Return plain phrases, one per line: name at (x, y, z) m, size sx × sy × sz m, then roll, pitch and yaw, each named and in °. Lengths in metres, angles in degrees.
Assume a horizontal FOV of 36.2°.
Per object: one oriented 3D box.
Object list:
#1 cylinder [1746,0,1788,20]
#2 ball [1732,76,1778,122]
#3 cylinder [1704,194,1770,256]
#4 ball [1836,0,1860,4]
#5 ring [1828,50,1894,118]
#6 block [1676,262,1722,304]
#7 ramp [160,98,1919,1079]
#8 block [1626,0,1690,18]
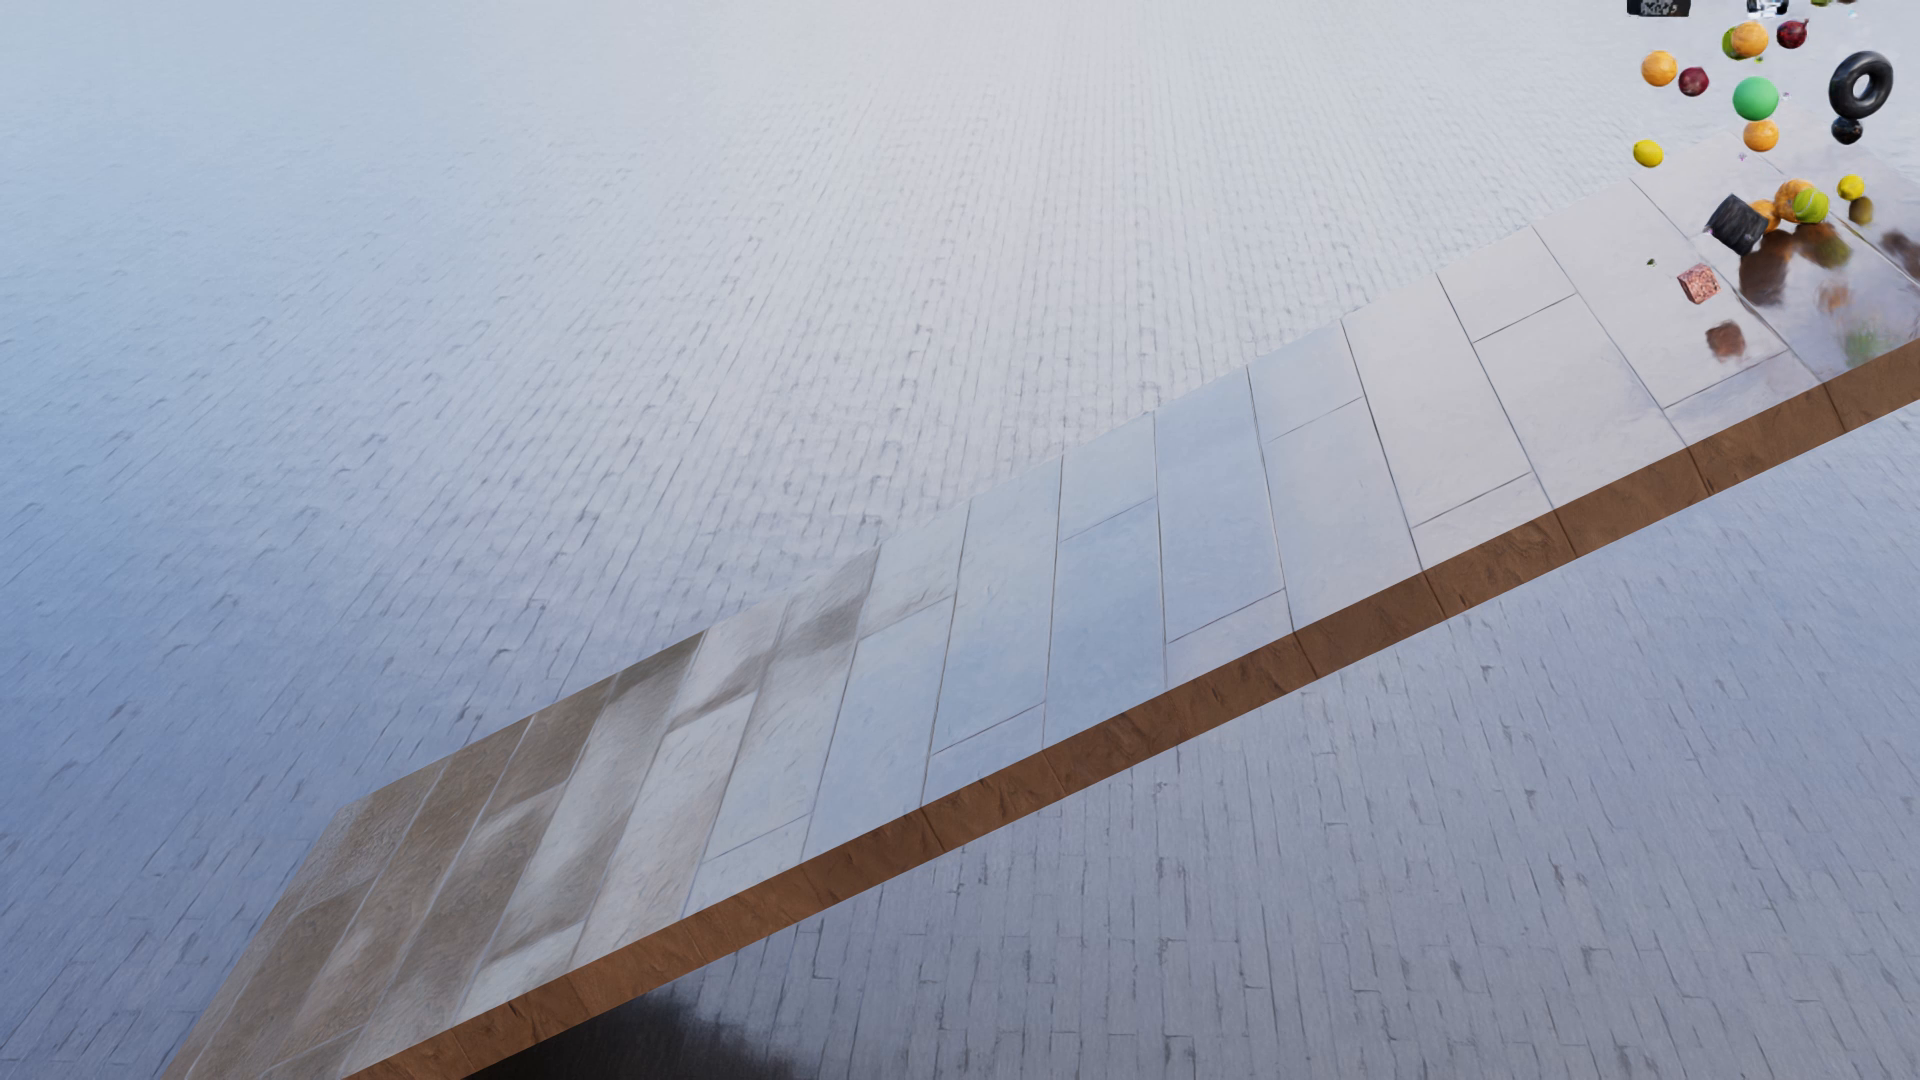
cylinder at (1.595, -1.060, 5.813) m, size 0.057 × 0.057 × 0.057 m, roll -10°, pitch 20°, yaw -28°
ball at (1.577, -0.875, 5.830) m, size 0.089 × 0.089 × 0.089 m, roll 0°, pitch 17°, yaw 0°
cylinder at (1.561, -0.633, 5.910) m, size 0.090 × 0.090 × 0.090 m, roll 36°, pitch 20°, yaw 0°
ball at (1.767, -1.108, 5.847) m, size 0.083 × 0.083 × 0.083 m, roll 0°, pitch 17°, yaw 0°
ring at (1.783, -0.901, 5.820) m, size 0.143 × 0.143 × 0.048 m, roll -7°, pitch 30°, yaw -21°
block at (1.427, -0.495, 5.677) m, size 0.054 × 0.054 × 0.054 m, roll -31°, pitch 15°, yaw 4°
ramp at (0.140, 0.167, 6.281) m, size 4.000 × 0.100 × 2.000 m, roll -26°, pitch 14°, yaw 10°
block at (1.408, -1.105, 5.923) m, size 0.092 × 0.092 × 0.092 m, roll -5°, pitch 16°, yaw -13°
